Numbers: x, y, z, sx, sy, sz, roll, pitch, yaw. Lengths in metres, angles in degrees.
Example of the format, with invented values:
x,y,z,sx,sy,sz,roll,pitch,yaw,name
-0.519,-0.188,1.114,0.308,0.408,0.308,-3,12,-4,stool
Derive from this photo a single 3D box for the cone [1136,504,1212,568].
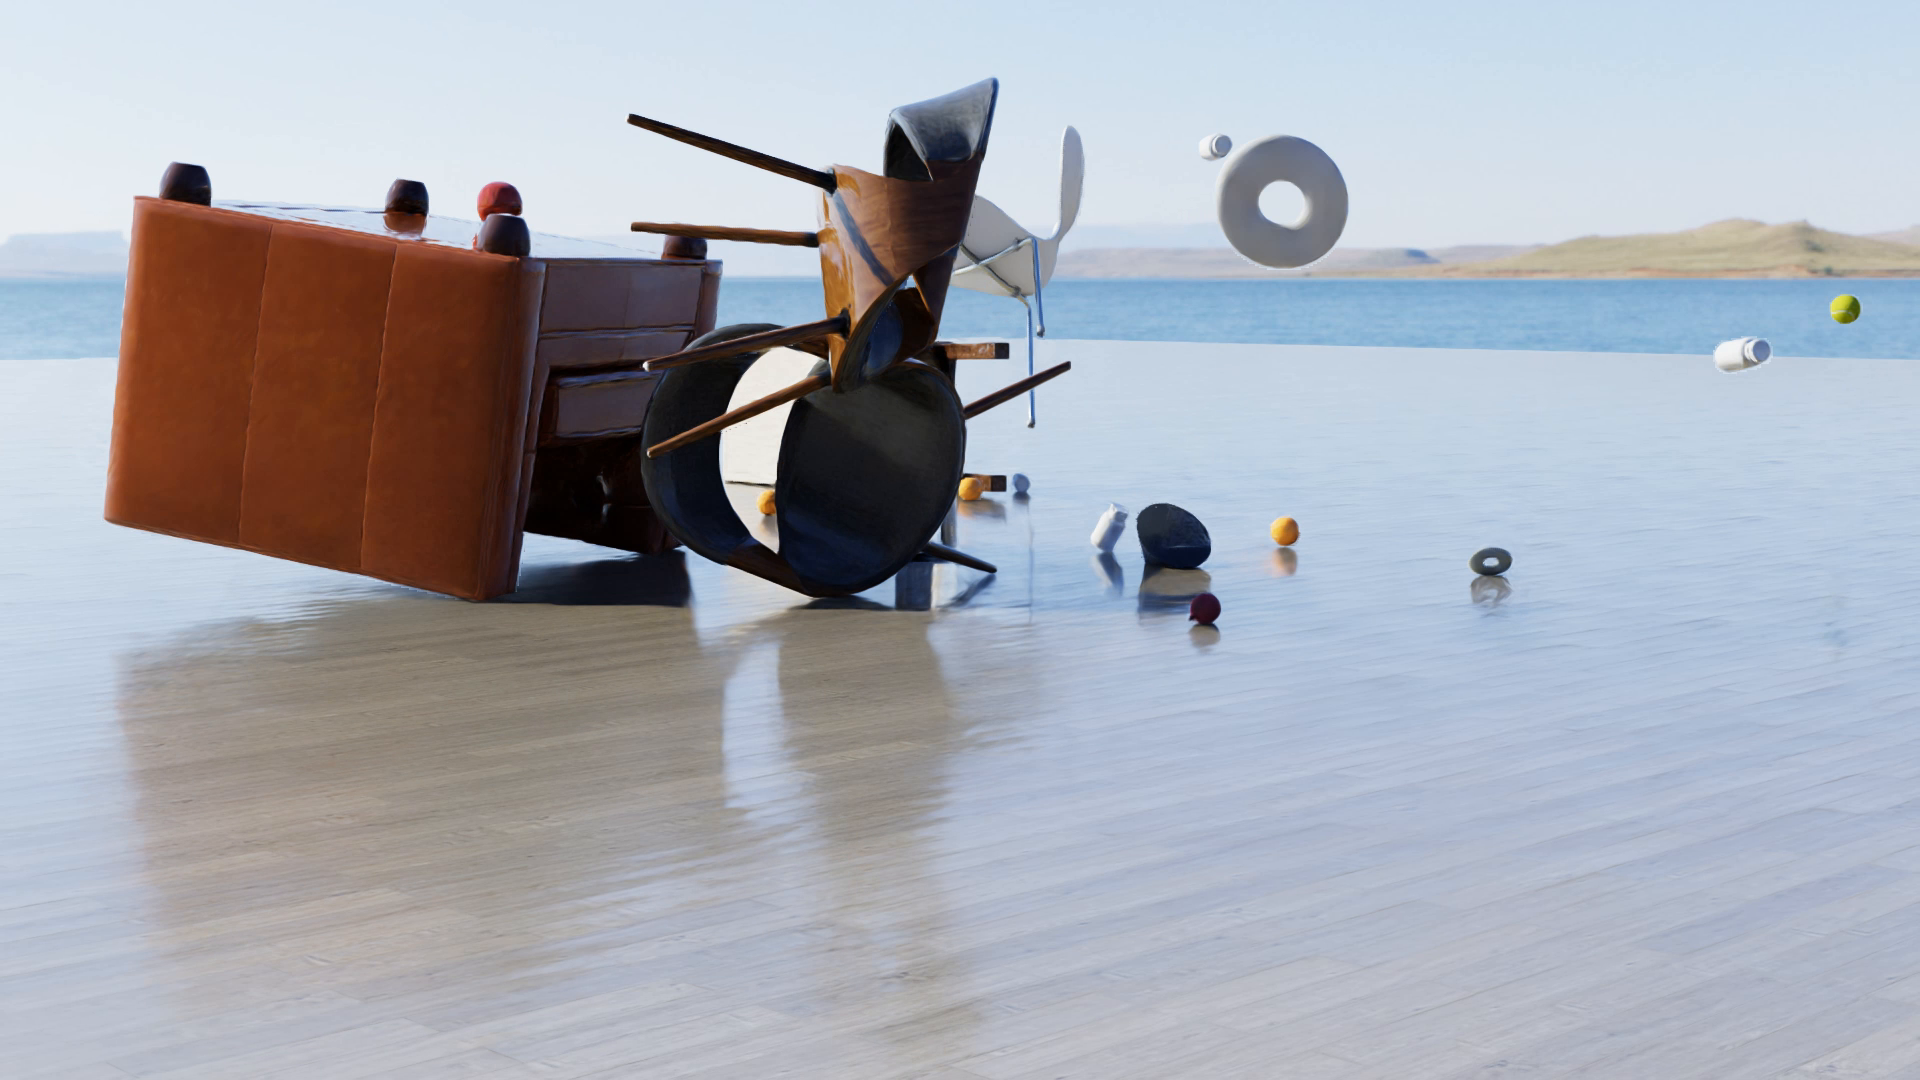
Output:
x,y,z,sx,sy,sz,roll,pitch,yaw,name
0.457,0.021,5.871,0.211,0.172,0.120,-2,-30,-36,cone

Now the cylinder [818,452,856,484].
x,y,z,sx,sy,sz,roll,pitch,yaw,name
-0.392,-0.230,8.168,0.083,0.101,0.087,31,-10,-28,cylinder

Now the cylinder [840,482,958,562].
x,y,z,sx,sy,sz,roll,pitch,yaw,name
-0.144,-0.044,6.016,0.294,0.159,0.244,4,9,39,cylinder

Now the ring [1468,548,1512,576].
x,y,z,sx,sy,sz,roll,pitch,yaw,name
1.168,0.047,5.646,0.103,0.078,0.016,10,36,-20,ring

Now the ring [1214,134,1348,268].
x,y,z,sx,sy,sz,roll,pitch,yaw,name
0.866,-0.910,6.909,0.354,0.411,0.075,-28,31,14,ring
